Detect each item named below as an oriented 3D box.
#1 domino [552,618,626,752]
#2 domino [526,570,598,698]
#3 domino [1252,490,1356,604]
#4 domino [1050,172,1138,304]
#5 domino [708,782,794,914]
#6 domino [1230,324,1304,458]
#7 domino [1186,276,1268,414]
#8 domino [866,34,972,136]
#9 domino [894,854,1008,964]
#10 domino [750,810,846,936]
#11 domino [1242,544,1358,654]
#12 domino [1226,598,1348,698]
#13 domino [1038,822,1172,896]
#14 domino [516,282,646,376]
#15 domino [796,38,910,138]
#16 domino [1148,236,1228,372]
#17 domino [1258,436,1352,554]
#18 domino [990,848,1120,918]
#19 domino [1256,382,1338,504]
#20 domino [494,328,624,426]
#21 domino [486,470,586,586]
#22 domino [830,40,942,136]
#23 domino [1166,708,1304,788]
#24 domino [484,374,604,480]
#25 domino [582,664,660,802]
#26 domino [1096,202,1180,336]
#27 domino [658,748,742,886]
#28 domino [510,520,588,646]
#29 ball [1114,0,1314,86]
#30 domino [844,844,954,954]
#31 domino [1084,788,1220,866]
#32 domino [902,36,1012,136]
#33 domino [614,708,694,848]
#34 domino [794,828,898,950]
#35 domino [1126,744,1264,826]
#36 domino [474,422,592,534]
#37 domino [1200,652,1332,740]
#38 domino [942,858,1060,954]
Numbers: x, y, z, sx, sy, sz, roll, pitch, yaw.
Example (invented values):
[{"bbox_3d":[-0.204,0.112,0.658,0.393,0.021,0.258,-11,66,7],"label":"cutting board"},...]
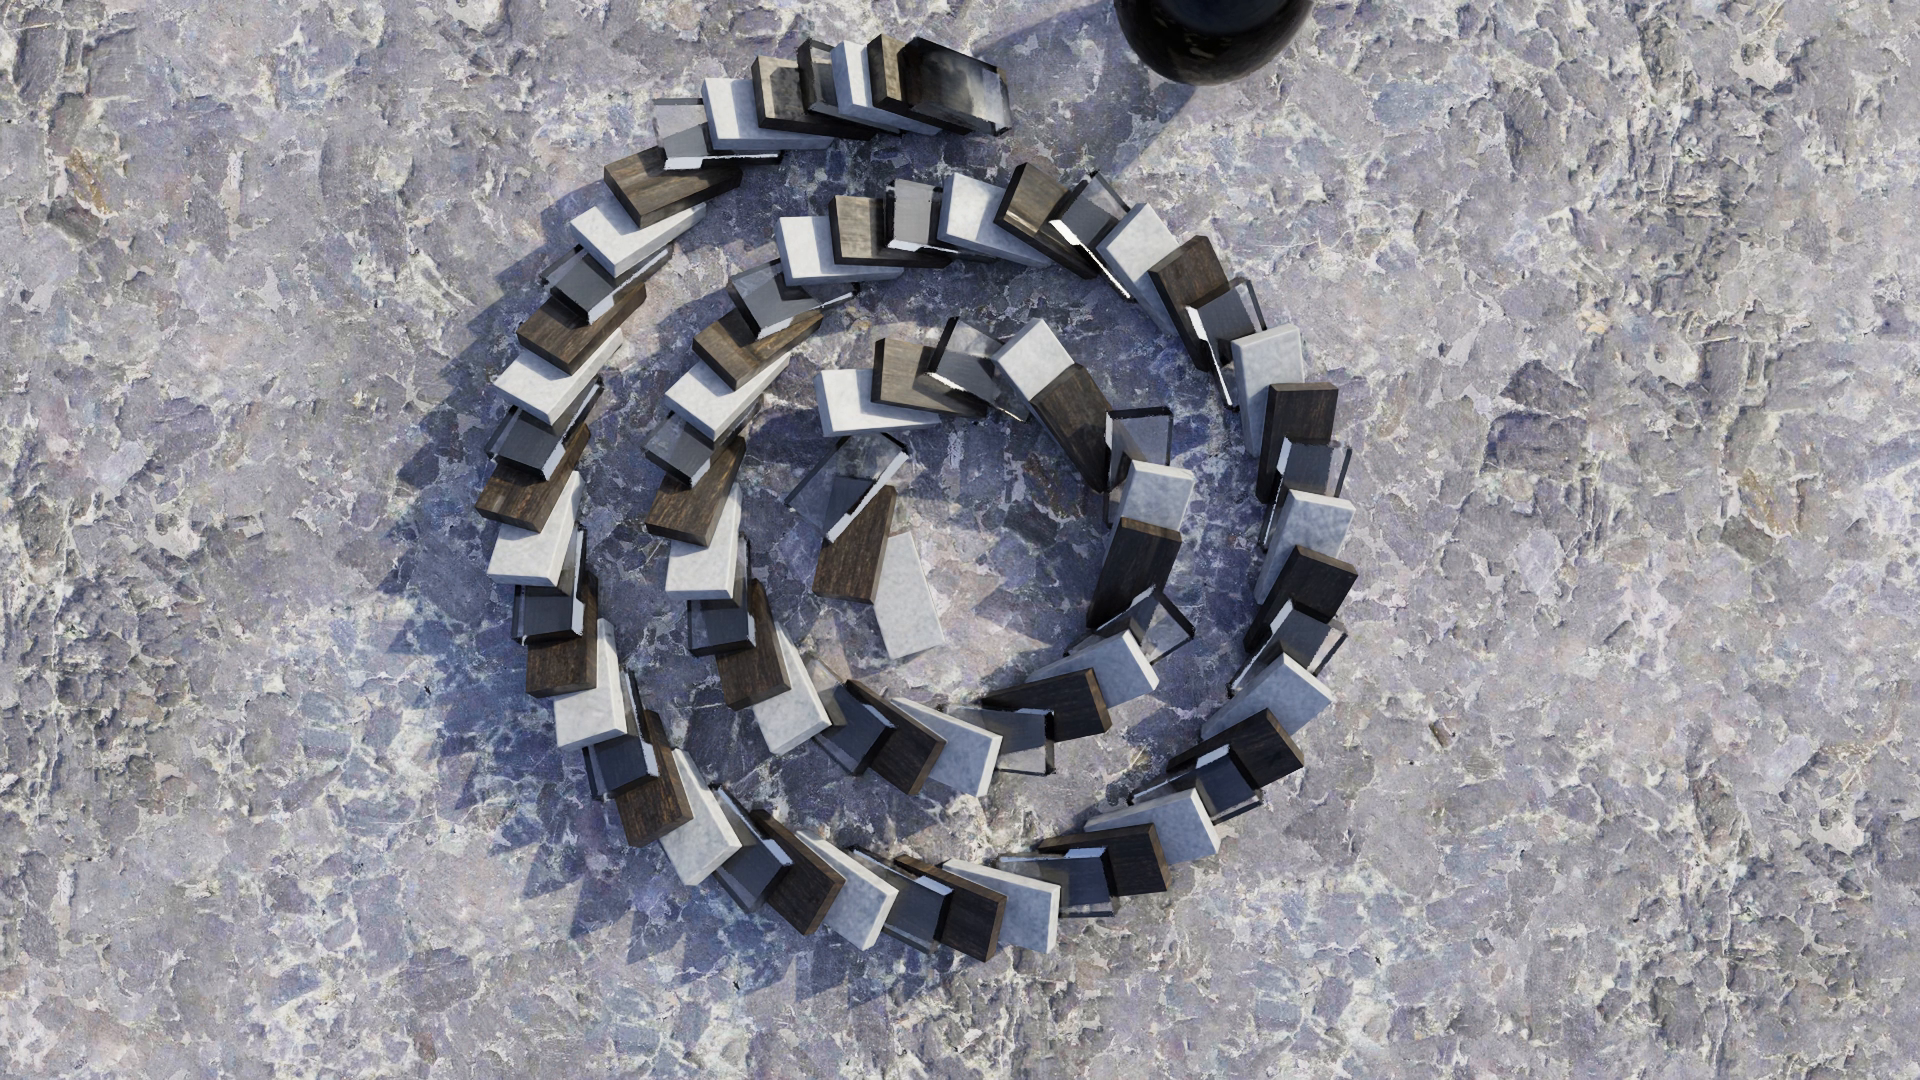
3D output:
[{"bbox_3d":[-0.157,0.060,0.385,0.025,0.010,0.050,-18,64,0],"label":"domino"},{"bbox_3d":[-0.167,0.039,0.385,0.025,0.010,0.050,-10,64,0],"label":"domino"},{"bbox_3d":[0.144,0.005,0.385,0.025,0.010,0.050,10,116,0],"label":"domino"},{"bbox_3d":[0.064,-0.126,0.384,0.050,0.009,0.025,38,89,-27],"label":"domino"},{"bbox_3d":[-0.095,0.128,0.385,0.050,0.010,0.025,37,90,26],"label":"domino"},{"bbox_3d":[0.131,-0.062,0.384,0.025,0.009,0.050,-17,117,0],"label":"domino"},{"bbox_3d":[0.116,-0.082,0.385,0.025,0.010,0.050,-30,116,0],"label":"domino"},{"bbox_3d":[-0.015,-0.187,0.379,0.050,0.009,0.025,-5,89,-43],"label":"domino"},{"bbox_3d":[-0.007,0.154,0.385,0.050,0.009,0.025,13,91,26],"label":"domino"},{"bbox_3d":[-0.074,0.139,0.385,0.050,0.009,0.025,31,90,26],"label":"domino"},{"bbox_3d":[0.142,0.029,0.385,0.025,0.010,0.050,20,116,0],"label":"domino"},{"bbox_3d":[0.136,0.051,0.385,0.025,0.009,0.050,26,117,0],"label":"domino"},{"bbox_3d":[0.060,0.136,0.385,0.050,0.009,0.025,-18,90,26],"label":"domino"},{"bbox_3d":[-0.158,-0.095,0.385,0.025,0.010,0.050,32,64,0],"label":"domino"},{"bbox_3d":[-0.043,-0.186,0.380,0.050,0.009,0.025,-7,90,-43],"label":"domino"},{"bbox_3d":[0.102,-0.099,0.385,0.025,0.010,0.050,-36,116,0],"label":"domino"},{"bbox_3d":[0.144,-0.018,0.385,0.025,0.009,0.050,5,116,0],"label":"domino"},{"bbox_3d":[0.040,0.144,0.385,0.050,0.010,0.025,-13,90,27],"label":"domino"},{"bbox_3d":[0.141,-0.040,0.385,0.025,0.009,0.050,-2,117,0],"label":"domino"},{"bbox_3d":[-0.168,-0.075,0.385,0.025,0.009,0.050,29,64,0],"label":"domino"},{"bbox_3d":[-0.177,-0.006,0.385,0.025,0.009,0.050,3,63,0],"label":"domino"},{"bbox_3d":[-0.029,-0.186,0.379,0.050,0.009,0.025,-9,91,-43],"label":"domino"},{"bbox_3d":[0.115,0.094,0.385,0.050,0.010,0.025,-37,90,26],"label":"domino"},{"bbox_3d":[-0.174,-0.052,0.385,0.025,0.010,0.050,20,64,0],"label":"domino"},{"bbox_3d":[-0.145,0.081,0.385,0.025,0.010,0.050,-25,64,0],"label":"domino"},{"bbox_3d":[0.082,-0.113,0.385,0.025,0.010,0.050,-48,117,0],"label":"domino"},{"bbox_3d":[-0.115,0.116,0.384,0.025,0.009,0.050,-41,63,0],"label":"domino"},{"bbox_3d":[-0.172,0.018,0.385,0.025,0.010,0.050,-8,64,0],"label":"domino"},{"bbox_3d":[0.100,-0.223,0.360,0.080,0.080,0.080,0,90,0],"label":"ball"},{"bbox_3d":[-0.029,0.150,0.385,0.050,0.010,0.025,15,90,26],"label":"domino"},{"bbox_3d":[0.080,0.124,0.385,0.050,0.009,0.025,-25,90,26],"label":"domino"},{"bbox_3d":[0.000,-0.187,0.380,0.050,0.009,0.025,-6,90,-43],"label":"domino"},{"bbox_3d":[-0.133,0.100,0.385,0.025,0.010,0.050,-30,64,0],"label":"domino"},{"bbox_3d":[-0.053,0.146,0.385,0.050,0.010,0.025,25,90,26],"label":"domino"},{"bbox_3d":[0.098,0.108,0.385,0.050,0.010,0.025,-35,90,26],"label":"domino"},{"bbox_3d":[-0.178,-0.030,0.385,0.025,0.009,0.050,16,64,0],"label":"domino"},{"bbox_3d":[0.128,0.073,0.384,0.025,0.010,0.050,38,117,0],"label":"domino"},{"bbox_3d":[0.016,0.153,0.385,0.050,0.010,0.025,5,90,27],"label":"domino"}]
